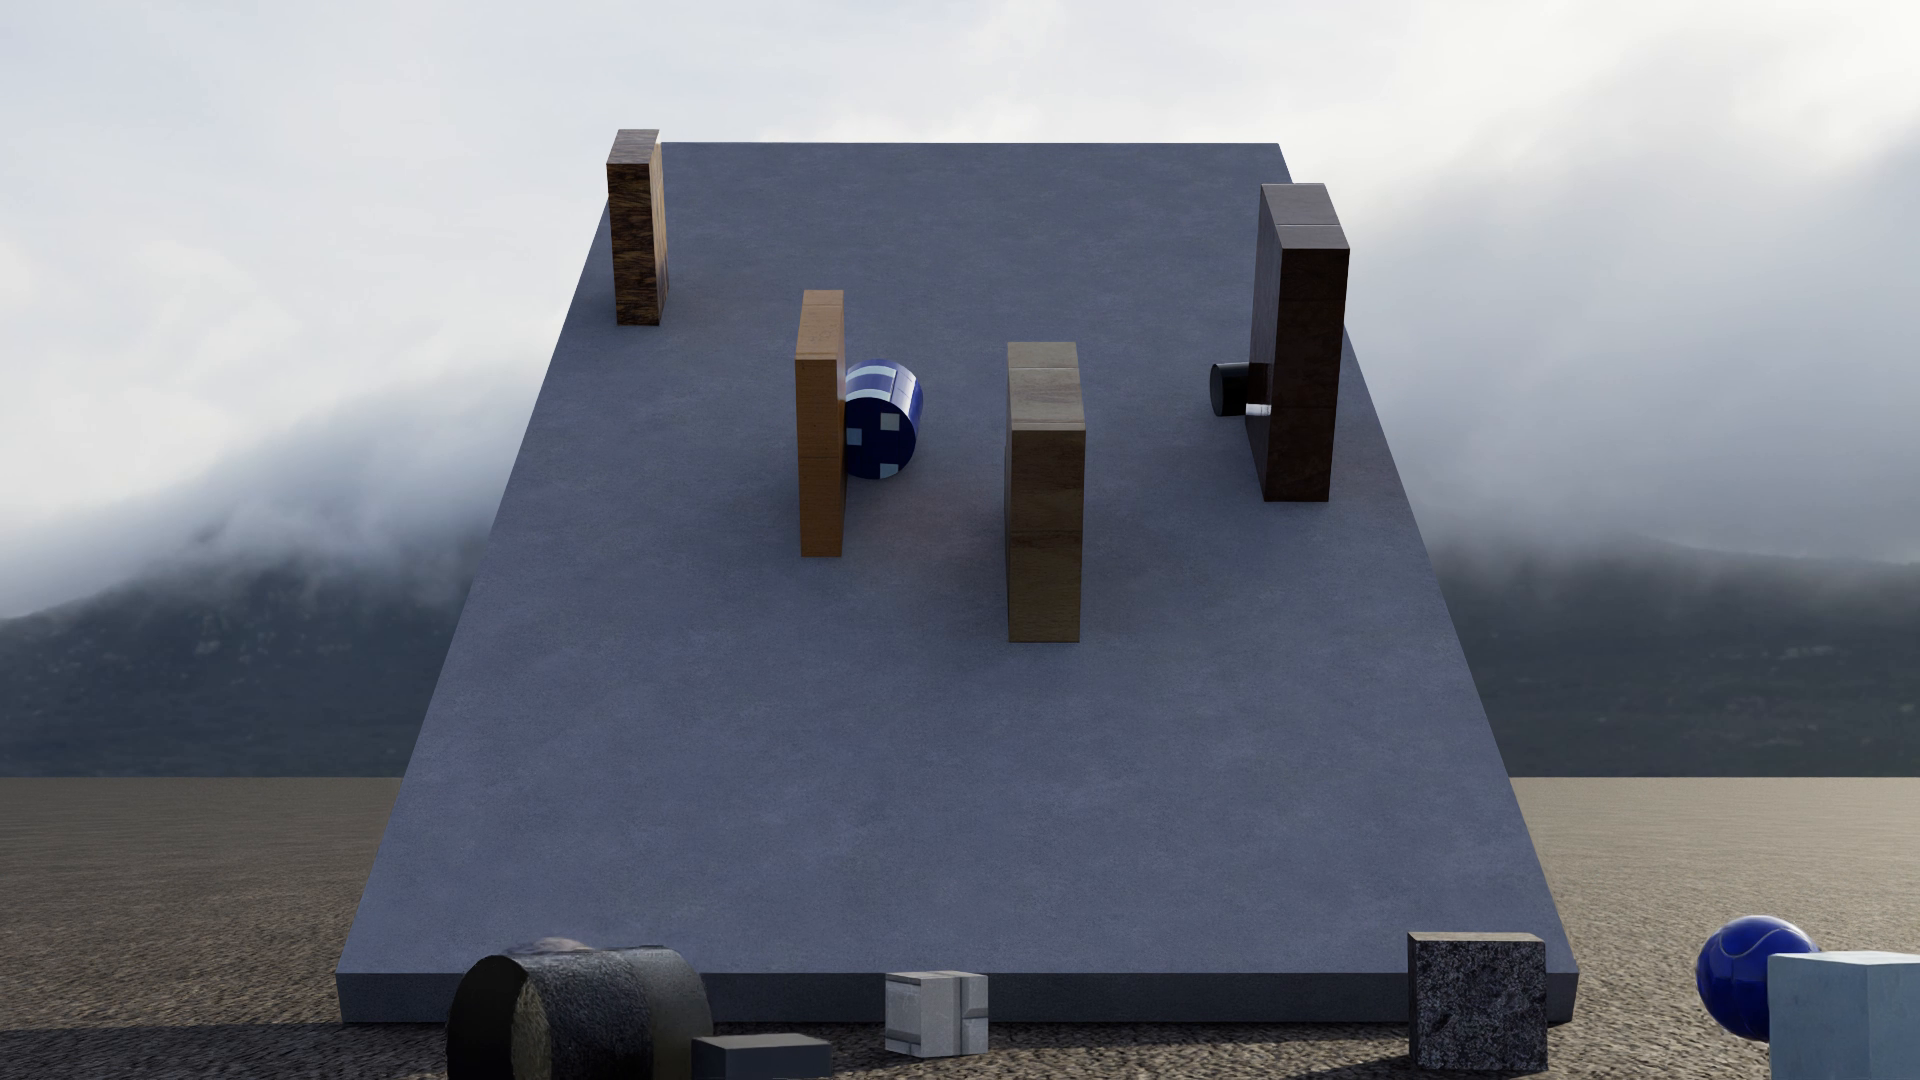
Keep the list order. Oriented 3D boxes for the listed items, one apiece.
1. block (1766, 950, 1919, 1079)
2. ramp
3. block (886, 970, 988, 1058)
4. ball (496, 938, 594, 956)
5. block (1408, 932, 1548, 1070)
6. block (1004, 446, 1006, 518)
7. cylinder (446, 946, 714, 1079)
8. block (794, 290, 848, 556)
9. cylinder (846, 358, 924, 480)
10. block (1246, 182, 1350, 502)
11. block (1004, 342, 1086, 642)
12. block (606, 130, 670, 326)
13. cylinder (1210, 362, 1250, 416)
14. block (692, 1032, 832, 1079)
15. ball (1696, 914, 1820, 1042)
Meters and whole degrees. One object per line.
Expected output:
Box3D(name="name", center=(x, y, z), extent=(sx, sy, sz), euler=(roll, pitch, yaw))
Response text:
Box3D(name="block", center=(1.143, 0.611, 3.005), extent=(0.173, 0.173, 0.173), euler=(2, -6, -23))
Box3D(name="ramp", center=(-0.012, -0.219, 5.629), extent=(2.000, 0.100, 4.000), euler=(0, 29, 0))
Box3D(name="block", center=(-0.034, 0.689, 3.490), extent=(0.110, 0.110, 0.110), euler=(3, -6, -29))
Box3D(name="ball", center=(-0.492, 0.579, 2.858), extent=(0.207, 0.207, 0.207), euler=(0, -6, 0))
Box3D(name="block", center=(0.724, 0.645, 3.365), extent=(0.174, 0.174, 0.174), euler=(-1, -6, 6))
Box3D(name="block", center=(0.174, -0.098, 5.143), extent=(0.154, 0.154, 0.154), euler=(0, 29, 0))
Box3D(name="cylinder", center=(-0.417, 0.556, 2.630), extent=(0.210, 0.210, 0.210), euler=(5, -8, -43))
Box3D(name="block", center=(-0.293, -0.251, 5.106), extent=(0.085, 0.456, 0.362), euler=(0, 29, 0))
Box3D(name="cylinder", center=(-0.192, -0.274, 5.412), extent=(0.204, 0.204, 0.204), euler=(0, 29, 5))
Box3D(name="block", center=(0.742, -0.440, 5.311), extent=(0.141, 0.597, 0.392), euler=(0, 29, 0))
Box3D(name="block", center=(0.167, -0.100, 4.820), extent=(0.140, 0.468, 0.411), euler=(0, 29, 0))
Box3D(name="block", center=(-0.822, -0.801, 6.130), extent=(0.106, 0.435, 0.258), euler=(0, 29, 0))
Box3D(name="cylinder", center=(0.666, -0.357, 5.651), extent=(0.125, 0.125, 0.125), euler=(-5, -5, -9))
Box3D(name="block", center=(-0.214, 0.596, 2.569), extent=(0.117, 0.117, 0.117), euler=(2, -6, -24))
Box3D(name="ball", center=(1.056, 0.577, 3.156), extent=(0.166, 0.166, 0.166), euler=(0, -6, 0))
